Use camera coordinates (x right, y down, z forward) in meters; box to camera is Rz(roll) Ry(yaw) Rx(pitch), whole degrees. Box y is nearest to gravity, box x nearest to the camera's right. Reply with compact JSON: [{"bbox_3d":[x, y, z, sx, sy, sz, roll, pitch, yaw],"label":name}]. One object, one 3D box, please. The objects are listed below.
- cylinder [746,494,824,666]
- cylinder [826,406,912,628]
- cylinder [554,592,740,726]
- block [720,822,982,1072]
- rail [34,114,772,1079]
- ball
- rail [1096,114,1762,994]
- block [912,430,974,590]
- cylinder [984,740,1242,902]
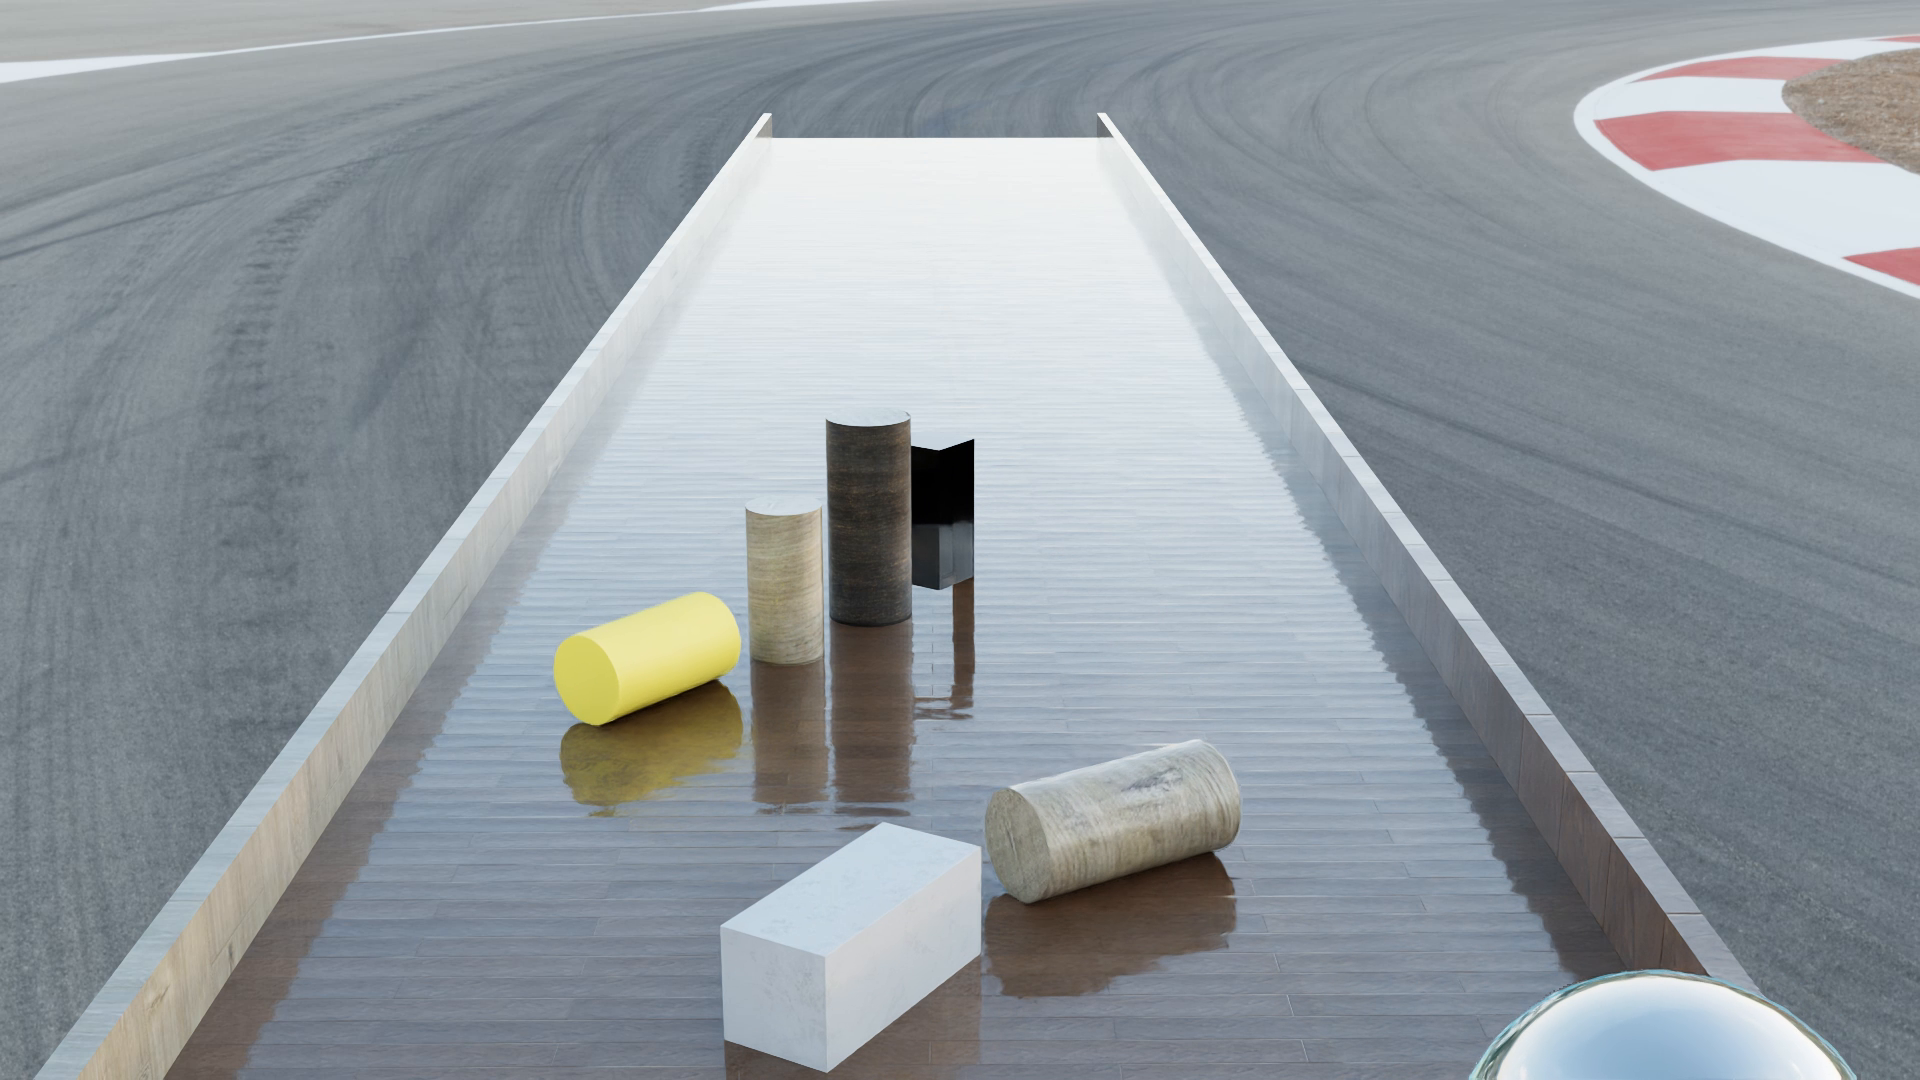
[{"bbox_3d":[-0.350,0.080,4.408,0.152,0.313,0.152,0,17,0],"label":"cylinder"},{"bbox_3d":[-0.191,-0.050,4.634,0.178,0.433,0.178,0,17,0],"label":"cylinder"},{"bbox_3d":[-0.590,0.222,4.178,0.172,0.172,0.326,12,20,35],"label":"cylinder"},{"bbox_3d":[-0.144,0.557,3.060,0.168,0.168,0.395,10,19,30],"label":"block"},{"bbox_3d":[-1.118,-0.838,7.780,0.050,0.150,12.000,0,17,-1],"label":"rail"},{"bbox_3d":[0.645,0.594,2.004,0.399,0.399,0.399,0,17,0],"label":"ball"},{"bbox_3d":[0.932,-0.844,7.801,0.050,0.150,12.000,0,17,-1],"label":"rail"},{"bbox_3d":[-0.060,-0.067,4.893,0.132,0.319,0.132,12,20,34],"label":"block"},{"bbox_3d":[0.241,0.437,3.444,0.367,0.178,0.178,-10,19,-31],"label":"cylinder"}]
